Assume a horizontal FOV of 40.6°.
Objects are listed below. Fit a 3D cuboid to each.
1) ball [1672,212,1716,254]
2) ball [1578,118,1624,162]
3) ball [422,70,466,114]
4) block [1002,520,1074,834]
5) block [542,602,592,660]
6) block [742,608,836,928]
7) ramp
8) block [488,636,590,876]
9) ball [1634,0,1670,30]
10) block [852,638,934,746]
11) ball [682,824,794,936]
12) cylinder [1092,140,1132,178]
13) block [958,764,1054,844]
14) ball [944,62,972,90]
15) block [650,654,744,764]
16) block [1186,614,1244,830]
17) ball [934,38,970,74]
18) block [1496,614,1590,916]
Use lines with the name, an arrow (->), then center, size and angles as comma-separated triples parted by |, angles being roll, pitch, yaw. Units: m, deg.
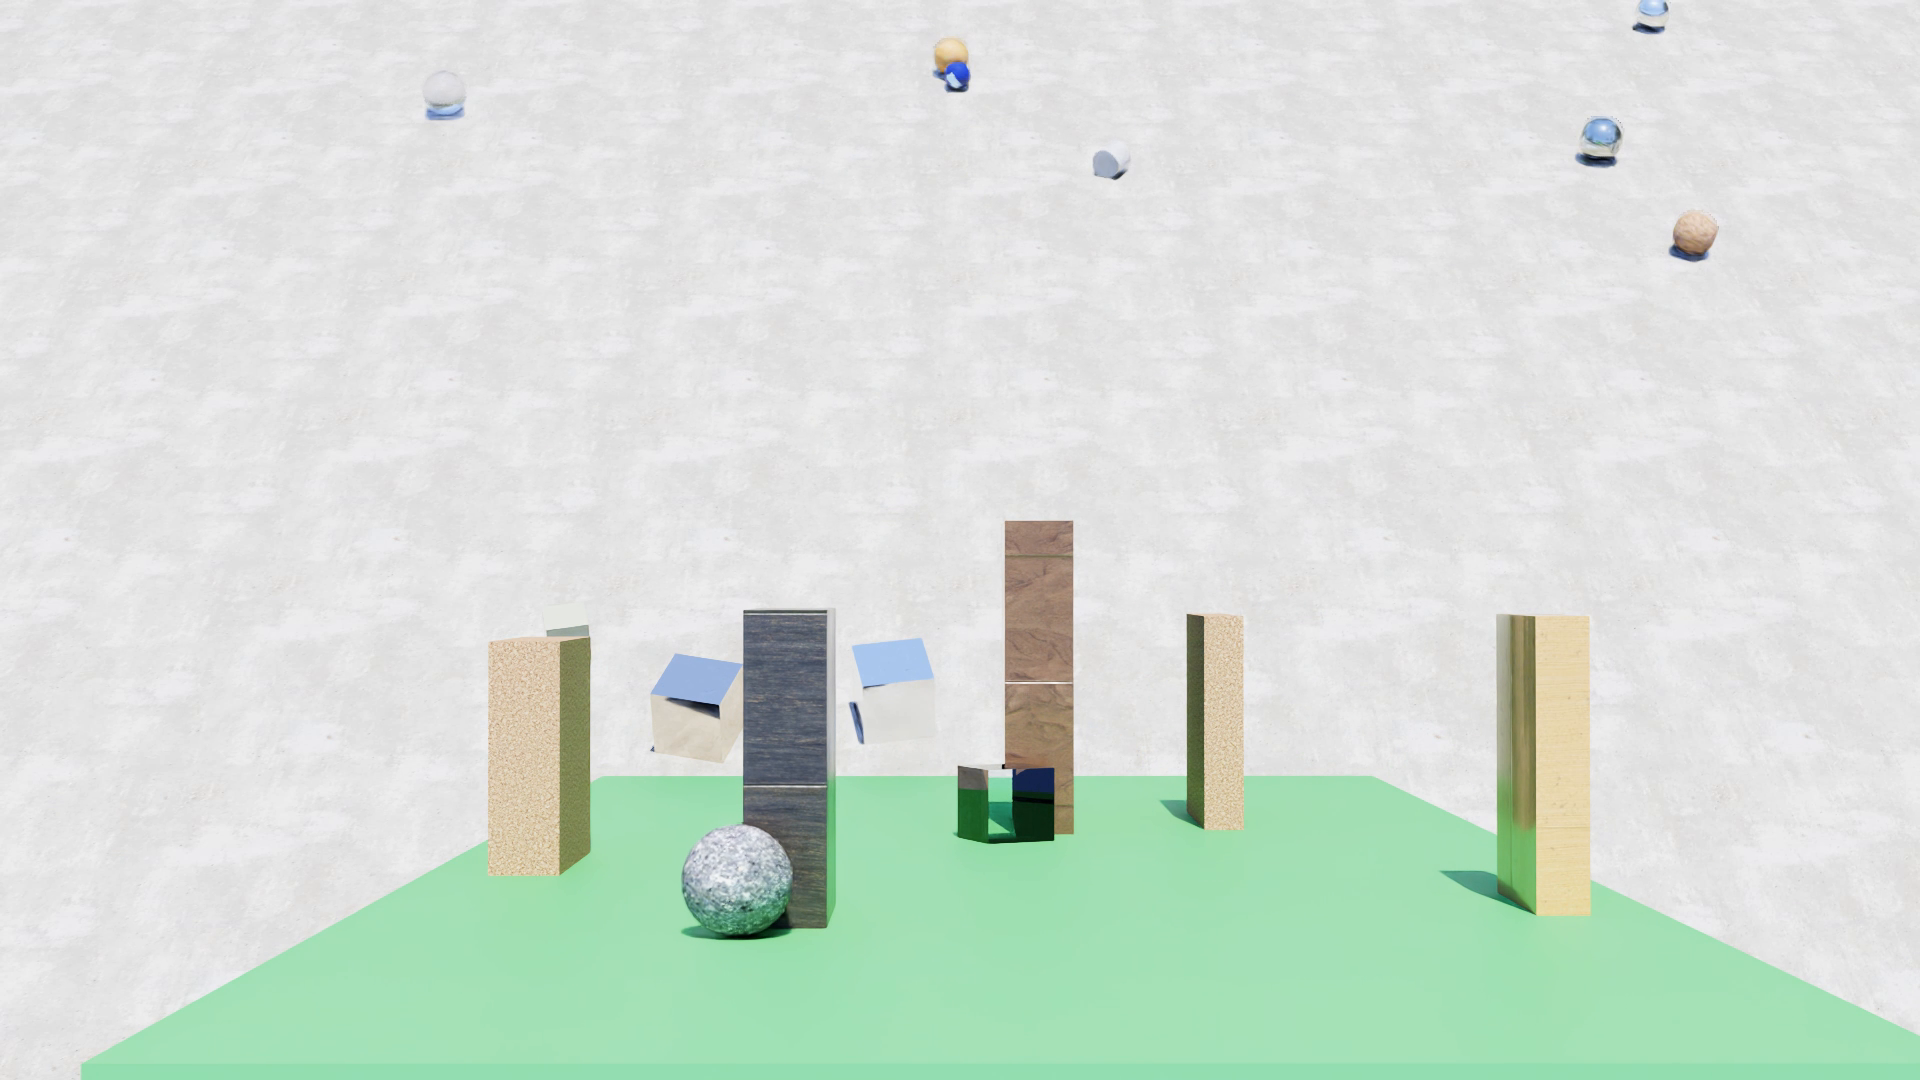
ball -> 2.684, -1.120, 9.474 | 0.154, 0.154, 0.154 | 0, 32, 0
ball -> 2.514, -1.571, 10.170 | 0.169, 0.169, 0.169 | 0, 32, 0
ball -> -2.099, -1.821, 10.557 | 0.177, 0.177, 0.177 | 0, 32, 0
block -> 0.158, 0.278, 5.377 | 0.138, 0.628, 0.373 | 0, -1, 0
block -> -1.112, 0.263, 7.329 | 0.119, 0.119, 0.119 | -8, 33, -12
block -> -0.256, 0.337, 3.935 | 0.123, 0.466, 0.287 | 0, -1, 0
ramp -> 0.072, 0.632, 4.733 | 2.000, 0.100, 4.000 | 0, -1, 0
block -> -0.752, 0.380, 4.660 | 0.123, 0.403, 0.377 | 0, -1, 0
ball -> 3.032, -2.310, 11.355 | 0.147, 0.147, 0.147 | 0, 32, 0
block -> -0.181, 0.410, 7.028 | 0.194, 0.194, 0.194 | -6, 33, -9
ball -> -0.318, 0.487, 3.709 | 0.160, 0.160, 0.160 | 0, 32, 0
cylinder -> 0.590, -1.482, 10.082 | 0.114, 0.114, 0.114 | 16, 36, 24
block -> 0.090, 0.516, 5.092 | 0.143, 0.143, 0.143 | 0, -1, -25
ball -> -0.010, -1.935, 10.796 | 0.113, 0.113, 0.113 | 0, 32, 0
block -> -0.701, 0.452, 6.962 | 0.194, 0.194, 0.194 | 8, 33, 12
block -> 0.538, 0.376, 5.486 | 0.080, 0.435, 0.415 | 0, -1, 0
ball -> -0.036, -2.033, 10.916 | 0.151, 0.151, 0.151 | 0, 32, 0
block -> 0.916, 0.345, 4.082 | 0.082, 0.454, 0.288 | 0, -1, 0
